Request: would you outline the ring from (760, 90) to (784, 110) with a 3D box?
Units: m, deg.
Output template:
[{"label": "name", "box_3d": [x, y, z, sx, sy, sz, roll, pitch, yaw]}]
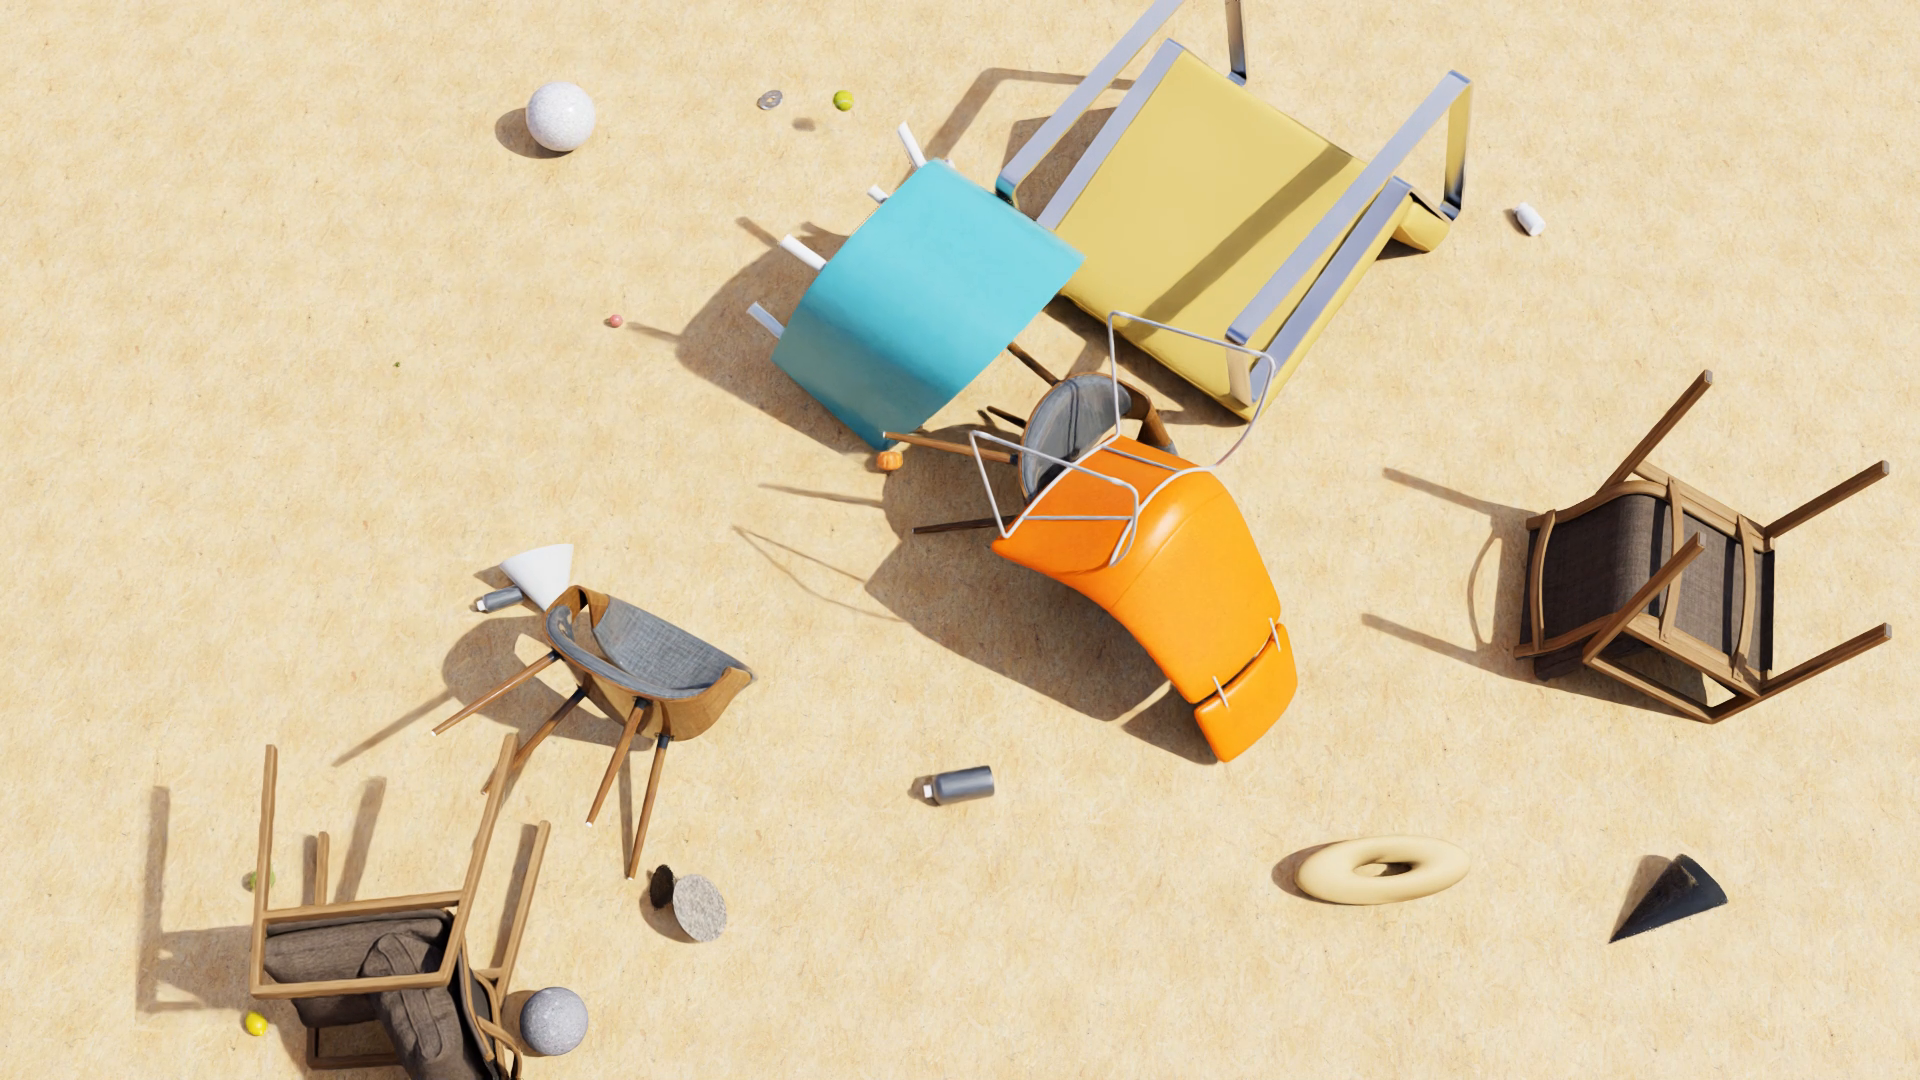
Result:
[{"label": "ring", "box_3d": [-0.650, -1.518, 7.578, 0.071, 0.024, 0.096, 32, 61, 21]}]

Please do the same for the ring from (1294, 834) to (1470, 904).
[{"label": "ring", "box_3d": [1.137, 0.886, 5.915, 0.483, 0.108, 0.184, -5, 54, -2]}]

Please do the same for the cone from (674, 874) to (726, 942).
[{"label": "cone", "box_3d": [-0.723, 0.994, 5.867, 0.188, 0.094, 0.181, 59, 37, -4]}]

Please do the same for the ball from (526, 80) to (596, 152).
[{"label": "ball", "box_3d": [-1.341, -1.424, 7.388, 0.234, 0.234, 0.234, 0, 56, 0]}]

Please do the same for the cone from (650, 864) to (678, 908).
[{"label": "cone", "box_3d": [-0.776, 0.936, 5.920, 0.107, 0.067, 0.119, 7, 84, 50]}]

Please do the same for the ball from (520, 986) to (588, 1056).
[{"label": "ball", "box_3d": [-1.041, 1.234, 5.640, 0.175, 0.175, 0.175, 0, 56, 0]}]

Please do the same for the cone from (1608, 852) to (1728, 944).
[{"label": "cone", "box_3d": [1.851, 0.990, 5.862, 0.317, 0.129, 0.217, -34, 27, -4]}]

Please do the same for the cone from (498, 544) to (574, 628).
[{"label": "cone", "box_3d": [-1.199, 0.154, 6.421, 0.238, 0.158, 0.234, -14, 76, -36]}]
